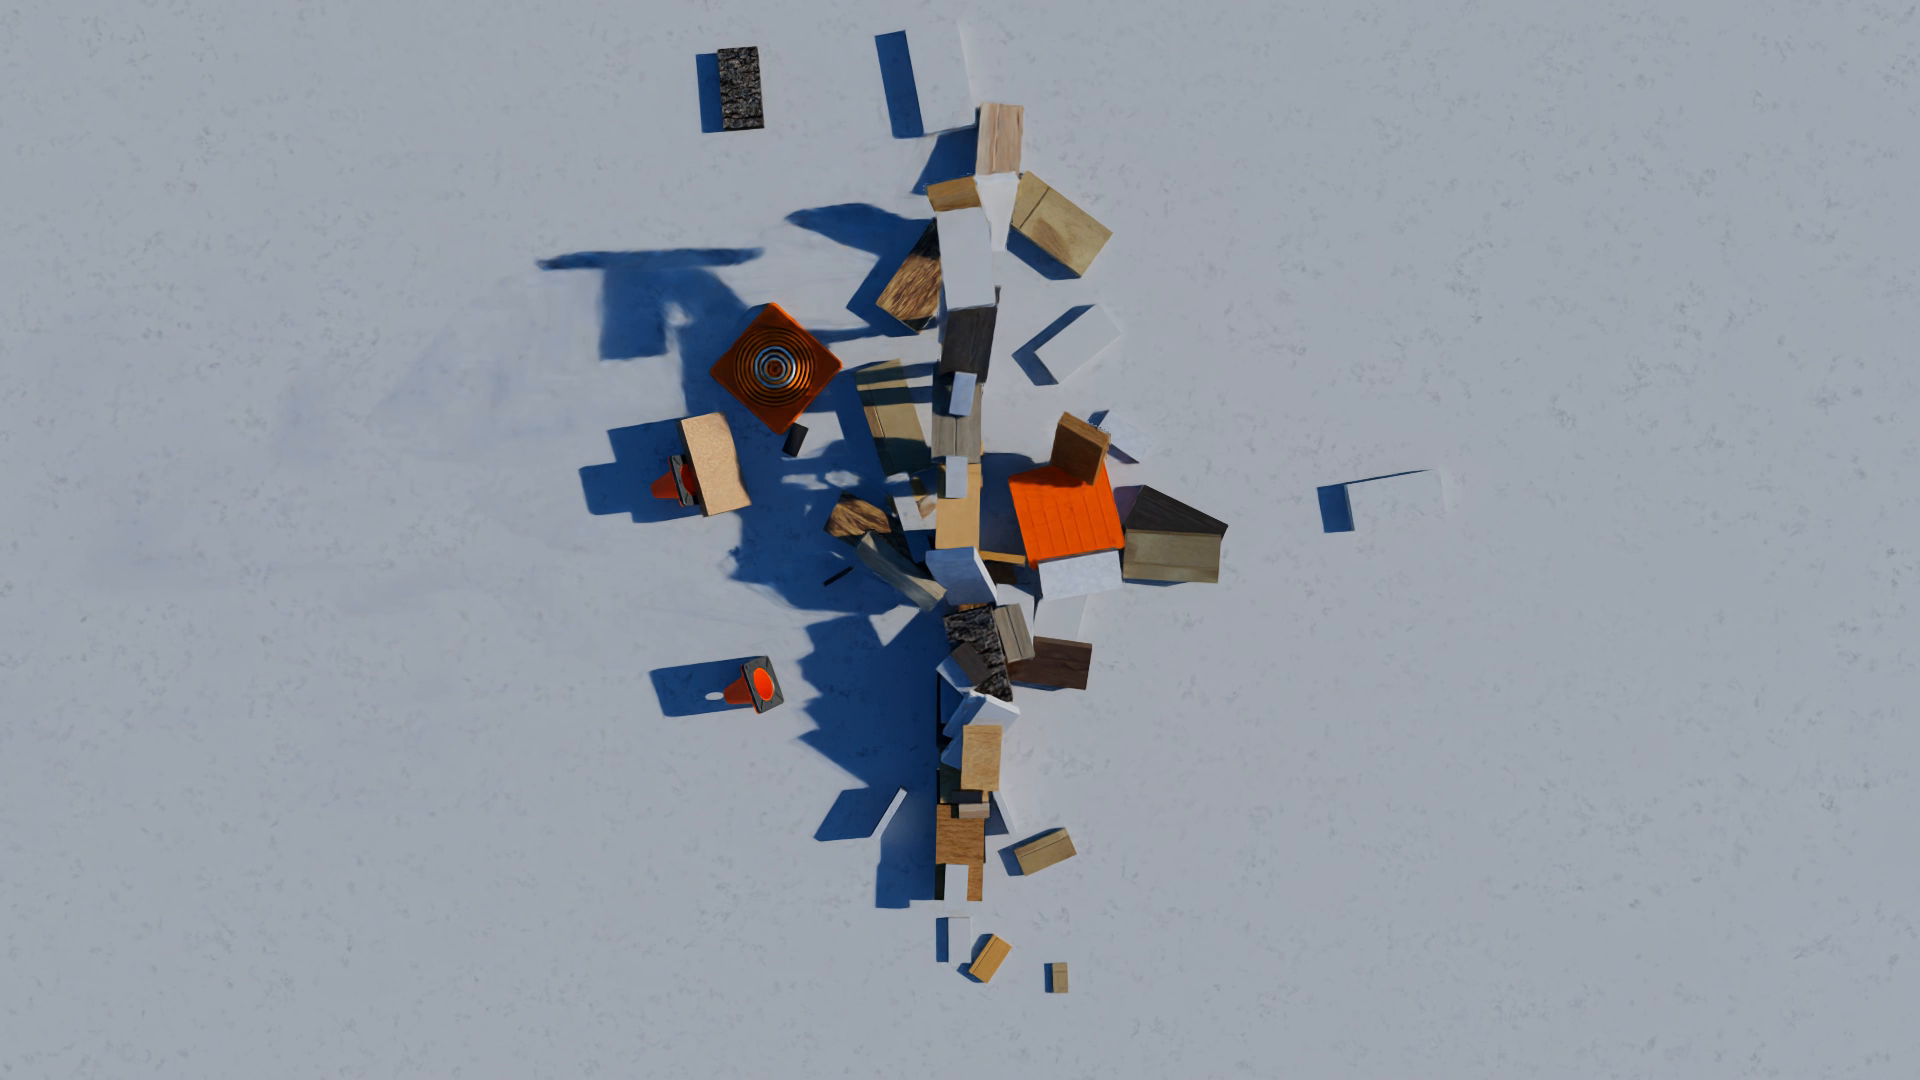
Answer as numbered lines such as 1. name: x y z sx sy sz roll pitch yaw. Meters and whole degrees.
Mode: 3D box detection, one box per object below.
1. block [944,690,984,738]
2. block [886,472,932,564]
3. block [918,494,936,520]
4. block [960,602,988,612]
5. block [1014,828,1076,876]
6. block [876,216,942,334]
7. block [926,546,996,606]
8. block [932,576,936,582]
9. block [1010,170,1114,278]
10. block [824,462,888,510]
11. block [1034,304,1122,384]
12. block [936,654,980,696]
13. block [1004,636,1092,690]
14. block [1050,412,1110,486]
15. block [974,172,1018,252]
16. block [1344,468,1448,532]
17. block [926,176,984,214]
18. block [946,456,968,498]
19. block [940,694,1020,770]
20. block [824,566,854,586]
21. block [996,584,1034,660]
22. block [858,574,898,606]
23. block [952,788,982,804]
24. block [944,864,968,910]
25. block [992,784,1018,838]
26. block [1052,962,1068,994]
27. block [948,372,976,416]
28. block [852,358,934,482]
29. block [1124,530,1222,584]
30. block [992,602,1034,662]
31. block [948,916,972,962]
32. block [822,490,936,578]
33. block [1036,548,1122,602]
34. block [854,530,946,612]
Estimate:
1. block: 0.030 0.570 5.309 0.093 0.026 0.186 23 120 -16
2. block: -0.164 -0.075 5.446 0.068 0.019 0.300 -17 91 0
3. block: -0.131 -0.095 5.492 0.106 0.015 0.053 -41 90 0
4. block: 0.045 0.299 5.408 0.093 0.026 0.259 -3 63 5
5. block: 0.284 1.037 5.487 0.187 0.027 0.094 -23 90 0
6. block: -0.107 -0.879 5.475 0.176 0.050 0.353 35 90 0
7. block: 0.007 0.118 5.307 0.158 0.315 0.045 -6 61 13
8. block: -0.037 0.099 5.401 0.091 0.182 0.026 -24 74 -41
9. block: 0.312 -1.049 5.475 0.353 0.050 0.176 36 90 0
10. block: -0.339 -0.177 5.491 0.226 0.017 0.060 28 90 0
11. block: 0.392 -0.653 5.481 0.265 0.037 0.132 -38 90 0
12. block: -0.006 0.436 5.290 0.135 0.019 0.068 44 99 -2
13. block: 0.277 0.399 5.449 0.301 0.043 0.150 8 109 2
14. block: 0.381 -0.288 5.283 0.162 0.324 0.046 30 72 9
15. block: 0.094 -1.053 5.333 0.143 0.286 0.041 -11 51 -20
16. block: 1.446 -0.133 5.478 0.311 0.044 0.156 -10 90 0
17. block: -0.009 -1.024 5.016 0.143 0.286 0.041 -12 81 6
18. block: -0.011 -0.198 5.156 0.067 0.019 0.134 1 112 0
19. block: 0.064 0.629 5.312 0.123 0.035 0.291 25 119 -17
20. block: -0.403 0.120 5.473 0.106 0.053 0.015 -31 90 0
21. block: 0.179 0.267 5.412 0.123 0.035 0.247 2 67 0
22. block: -0.274 0.166 5.490 0.121 0.017 0.060 23 90 1
23. block: 0.023 0.835 5.370 0.099 0.014 0.050 2 123 1
24. block: -0.013 1.136 5.401 0.074 0.021 0.148 3 90 0
25. block: 0.145 0.888 5.453 0.027 0.094 0.187 -22 90 0
26. block: 0.334 1.458 5.493 0.050 0.014 0.099 -3 90 0
27. block: 0.008 -0.453 5.110 0.067 0.019 0.134 8 115 -3
28. block: -0.222 -0.398 5.477 0.162 0.046 0.377 -17 90 0
29. block: 0.699 0.054 5.439 0.311 0.044 0.156 3 106 7
30. block: 0.175 0.302 5.364 0.091 0.026 0.182 -14 68 -7
31. block: -0.001 1.331 5.490 0.074 0.021 0.148 -1 90 0
32. block: -0.246 -0.005 5.479 0.396 0.043 0.150 28 90 0
33. block: 0.394 0.112 5.418 0.265 0.037 0.132 -10 109 -1
34. block: -0.196 0.105 5.360 0.315 0.158 0.045 38 68 0
